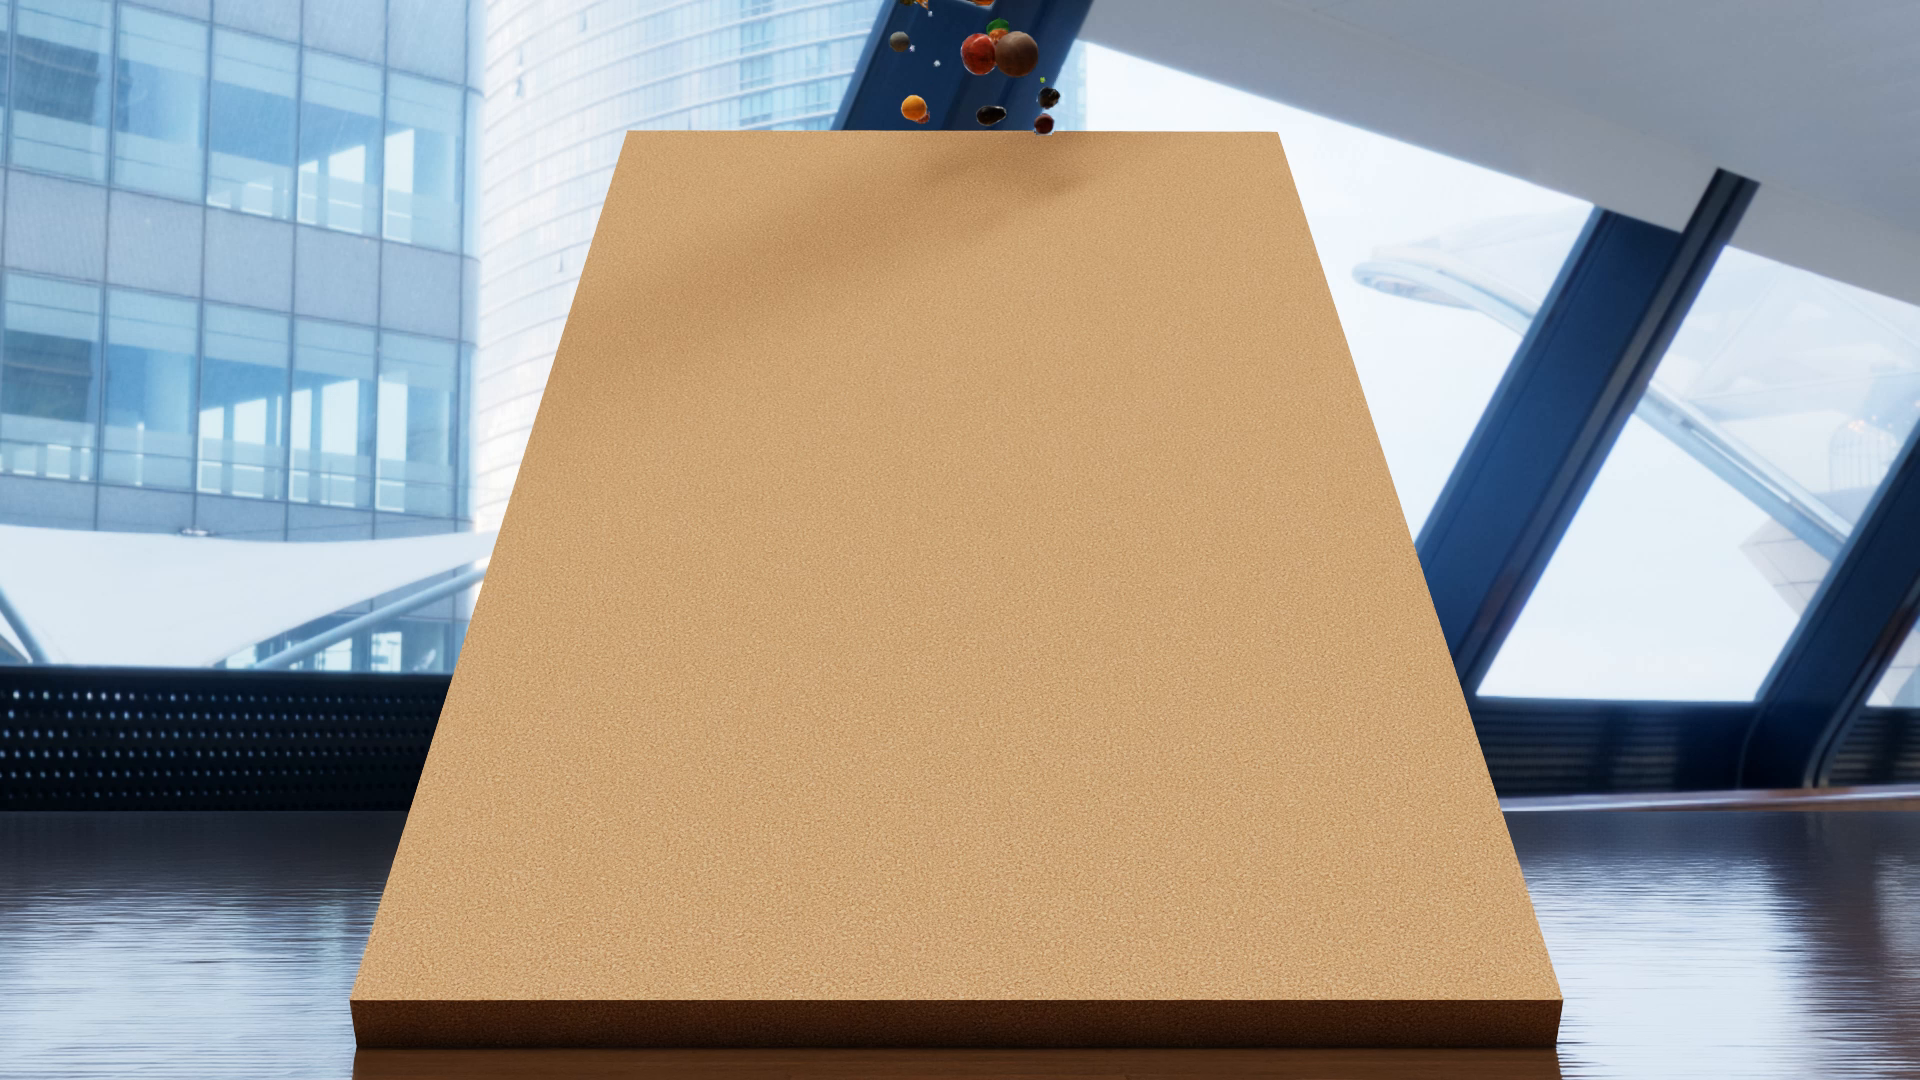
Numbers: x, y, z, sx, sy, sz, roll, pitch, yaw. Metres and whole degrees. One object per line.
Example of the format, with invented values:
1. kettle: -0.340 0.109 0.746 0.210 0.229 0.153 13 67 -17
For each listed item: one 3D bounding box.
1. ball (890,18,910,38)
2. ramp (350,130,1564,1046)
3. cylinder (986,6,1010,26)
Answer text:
1. ball: -0.182 -1.546 7.304 0.061 0.061 0.061 0 -6 0
2. ramp: -0.013 -0.207 5.737 2.000 0.100 4.000 0 30 0
3. cylinder: 0.116 -1.611 7.441 0.057 0.057 0.057 3 15 -24
